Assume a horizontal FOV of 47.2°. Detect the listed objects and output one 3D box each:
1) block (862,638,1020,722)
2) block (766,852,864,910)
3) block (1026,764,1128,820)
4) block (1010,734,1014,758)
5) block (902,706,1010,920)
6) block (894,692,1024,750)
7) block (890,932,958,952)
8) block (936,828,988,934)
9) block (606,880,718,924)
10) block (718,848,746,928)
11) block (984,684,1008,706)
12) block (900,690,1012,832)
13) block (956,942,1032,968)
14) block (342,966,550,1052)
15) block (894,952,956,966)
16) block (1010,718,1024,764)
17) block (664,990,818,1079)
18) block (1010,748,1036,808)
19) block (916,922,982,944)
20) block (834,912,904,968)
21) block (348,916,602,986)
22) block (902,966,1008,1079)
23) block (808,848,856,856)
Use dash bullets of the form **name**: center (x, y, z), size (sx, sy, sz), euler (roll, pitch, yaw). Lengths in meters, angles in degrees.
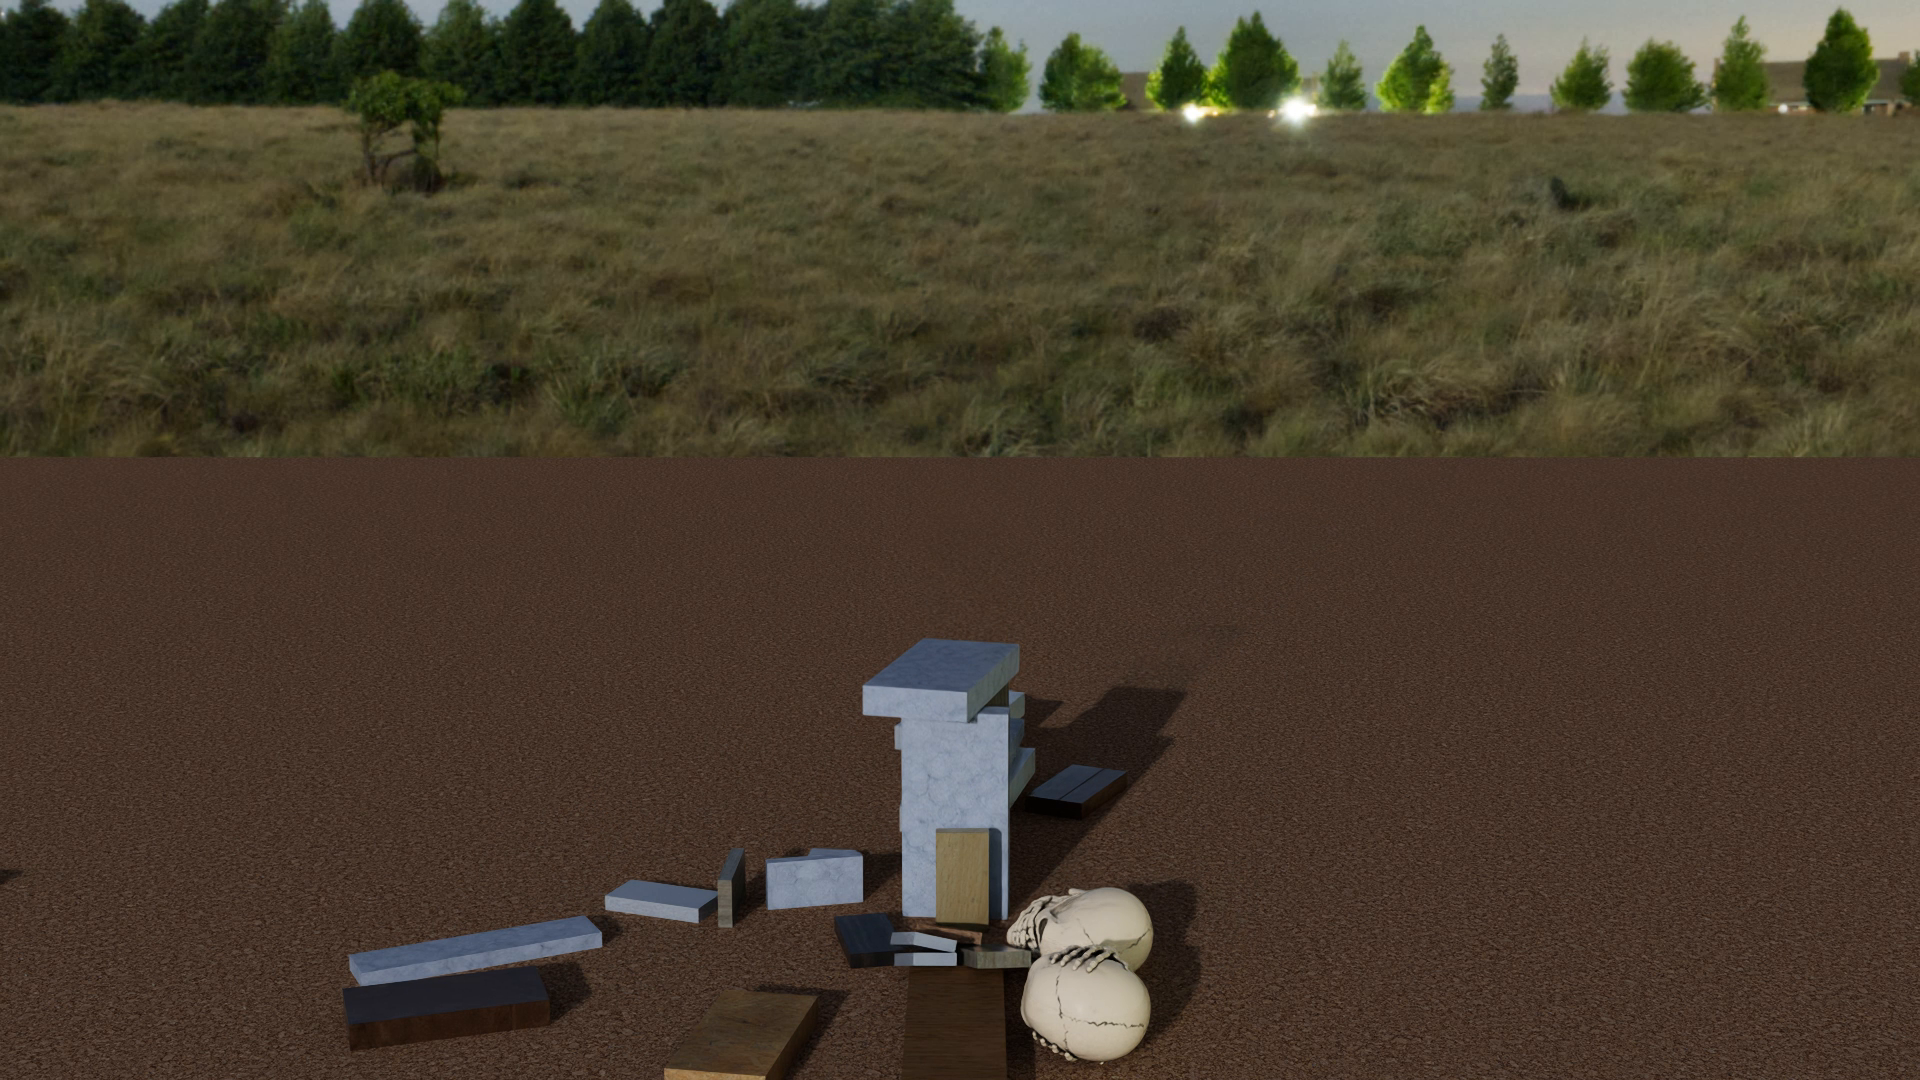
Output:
- **block**: center (-0.026, 0.228, 3.620), size (0.171, 0.048, 0.341), euler (3, 11, 15)
- **block**: center (-0.239, 0.560, 3.614), size (0.158, 0.079, 0.022), euler (-3, 11, -14)
- **block**: center (0.223, 0.478, 4.182), size (0.114, 0.032, 0.229), euler (5, 12, 25)
- **block**: center (0.020, 0.393, 3.946), size (0.114, 0.032, 0.229), euler (2, 11, 12)
- **block**: center (-0.006, 0.439, 3.548), size (0.171, 0.341, 0.048), euler (1, 11, 5)
- **block**: center (0.003, 0.367, 4.480), size (0.167, 0.047, 0.335), euler (3, 11, 18)
- **block**: center (-0.056, 0.605, 3.306), size (0.065, 0.018, 0.130), euler (15, -14, -14)
- **block**: center (0.004, 0.540, 3.482), size (0.083, 0.166, 0.024), euler (0, 11, 0)
- **block**: center (-0.484, 0.591, 3.599), size (0.171, 0.024, 0.085), euler (4, 11, 21)
- **block**: center (-0.372, 0.566, 3.583), size (0.022, 0.079, 0.158), euler (0, 11, 2)
- **block**: center (-0.003, 0.400, 3.757), size (0.171, 0.341, 0.048), euler (0, 10, 1)
- **block**: center (0.003, 0.429, 4.406), size (0.167, 0.047, 0.859), euler (1, 11, 4)
- **block**: center (0.039, 0.622, 3.291), size (0.083, 0.024, 0.166), euler (2, -7, -18)
- **block**: center (-0.735, 0.668, 3.144), size (0.275, 0.039, 0.138), euler (-4, 11, -19)
- **block**: center (-0.052, 0.626, 3.283), size (0.065, 0.018, 0.130), euler (3, -12, -14)
- **block**: center (0.033, 0.406, 4.049), size (0.114, 0.032, 0.492), euler (2, 11, 8)
- **block**: center (-0.296, 0.691, 3.016), size (0.138, 0.039, 0.275), euler (2, 11, 11)
- **block**: center (0.024, 0.446, 4.052), size (0.167, 0.047, 0.335), euler (2, 11, 13)
- **block**: center (-0.018, 0.607, 3.391), size (0.065, 0.018, 0.131), euler (10, -9, -16)
- **block**: center (-0.142, 0.623, 3.426), size (0.083, 0.024, 0.167), euler (-2, 11, -12)
- **block**: center (-0.742, 0.631, 3.380), size (0.370, 0.024, 0.085), euler (-5, 12, -27)
- **block**: center (-0.008, 0.726, 2.828), size (0.138, 0.039, 0.860), euler (0, 11, 0)
- **block**: center (-0.227, 0.563, 3.751), size (0.079, 0.022, 0.158), euler (2, 10, 5)
